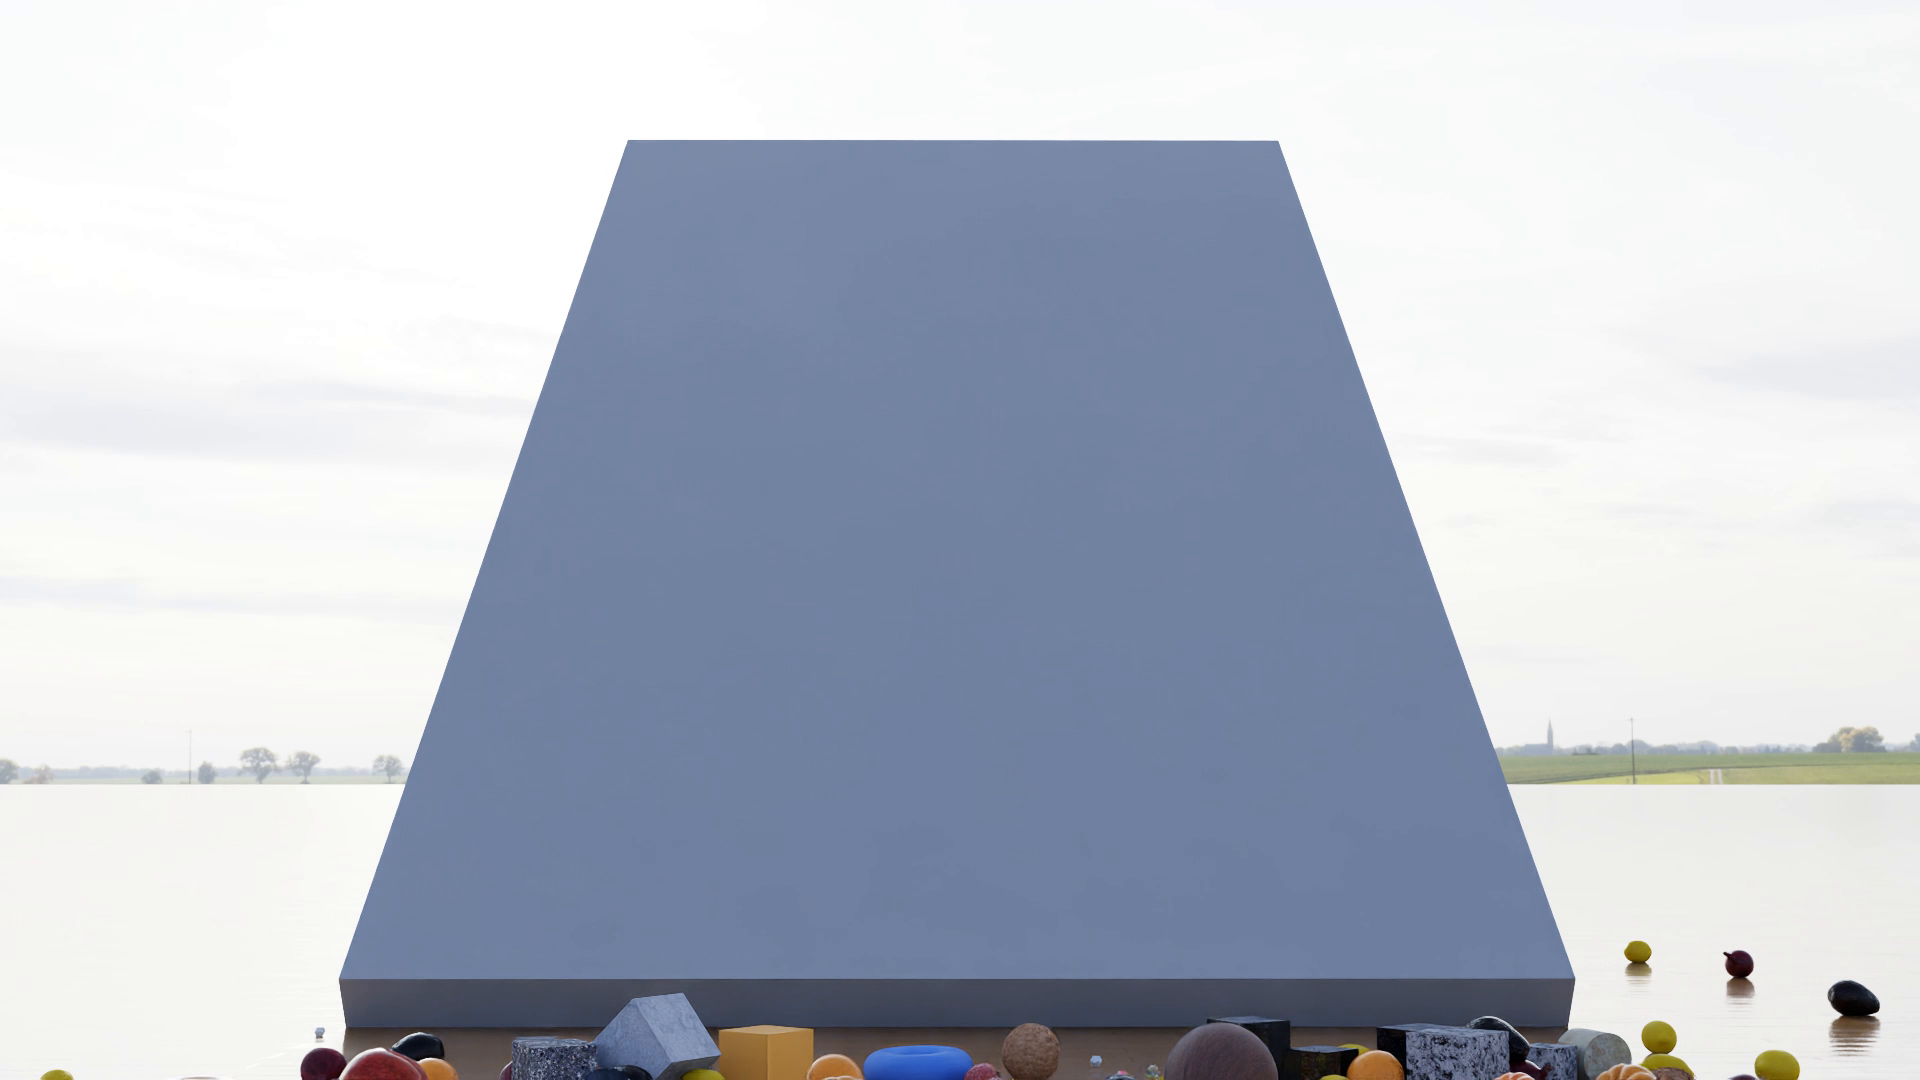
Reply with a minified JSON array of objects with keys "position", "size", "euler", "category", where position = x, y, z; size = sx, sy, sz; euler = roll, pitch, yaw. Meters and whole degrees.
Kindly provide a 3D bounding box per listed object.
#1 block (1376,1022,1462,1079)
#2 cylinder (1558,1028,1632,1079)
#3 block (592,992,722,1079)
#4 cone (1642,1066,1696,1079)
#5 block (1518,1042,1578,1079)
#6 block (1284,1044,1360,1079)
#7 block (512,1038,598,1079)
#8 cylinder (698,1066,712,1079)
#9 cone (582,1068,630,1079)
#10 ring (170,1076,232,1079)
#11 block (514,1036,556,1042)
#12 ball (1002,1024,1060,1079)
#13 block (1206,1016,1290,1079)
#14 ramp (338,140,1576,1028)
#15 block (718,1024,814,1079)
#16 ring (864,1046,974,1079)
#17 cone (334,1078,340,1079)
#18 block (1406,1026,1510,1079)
[{"position":[0.596,0.668,3.073],"size":[0.086,0.086,0.086],"euler":[5,-7,-39],"category":"block"},{"position":[0.839,0.686,3.181],"size":[0.072,0.072,0.072],"euler":[2,-6,-17],"category":"cylinder"},{"position":[-0.379,0.634,2.978],"size":[0.096,0.096,0.096],"euler":[-47,-27,20],"category":"block"},{"position":[0.834,0.670,2.822],"size":[0.072,0.072,0.072],"euler":[-2,21,19],"category":"cone"},{"position":[0.771,0.692,3.149],"size":[0.055,0.055,0.055],"euler":[-5,-8,42],"category":"block"},{"position":[0.454,0.673,3.016],"size":[0.066,0.066,0.066],"euler":[6,-8,-44],"category":"block"},{"position":[-0.496,0.656,2.930],"size":[0.082,0.082,0.082],"euler":[3,-6,-27],"category":"block"},{"position":[-0.351,0.682,3.046],"size":[0.053,0.053,0.053],"euler":[-4,-7,35],"category":"cylinder"},{"position":[-0.417,0.672,2.837],"size":[0.073,0.073,0.073],"euler":[0,-32,-4],"category":"cone"},{"position":[-0.938,0.682,2.951],"size":[0.109,0.036,0.109],"euler":[1,-5,0],"category":"ring"},{"position":[-0.575,0.703,3.252],"size":[0.053,0.053,0.053],"euler":[1,-6,-5],"category":"block"},{"position":[0.095,0.685,3.205],"size":[0.079,0.079,0.079],"euler":[0,-6,0],"category":"ball"},{"position":[0.389,0.688,3.242],"size":[0.080,0.080,0.080],"euler":[3,-7,-31],"category":"block"},{"position":[-0.012,-0.217,5.653],"size":[2.000,0.100,4.000],"euler":[0,29,0],"category":"ramp"},{"position":[-0.247,0.668,3.062],"size":[0.085,0.085,0.085],"euler":[-5,-7,38],"category":"block"},{"position":[-0.055,0.697,3.164],"size":[0.146,0.049,0.146],"euler":[-1,-5,0],"category":"ring"},{"position":[-0.728,0.675,2.834],"size":[0.059,0.059,0.059],"euler":[-2,-32,17],"category":"cone"},{"position":[0.615,0.654,2.962],"size":[0.093,0.093,0.093],"euler":[-4,-7,38],"category":"block"}]
